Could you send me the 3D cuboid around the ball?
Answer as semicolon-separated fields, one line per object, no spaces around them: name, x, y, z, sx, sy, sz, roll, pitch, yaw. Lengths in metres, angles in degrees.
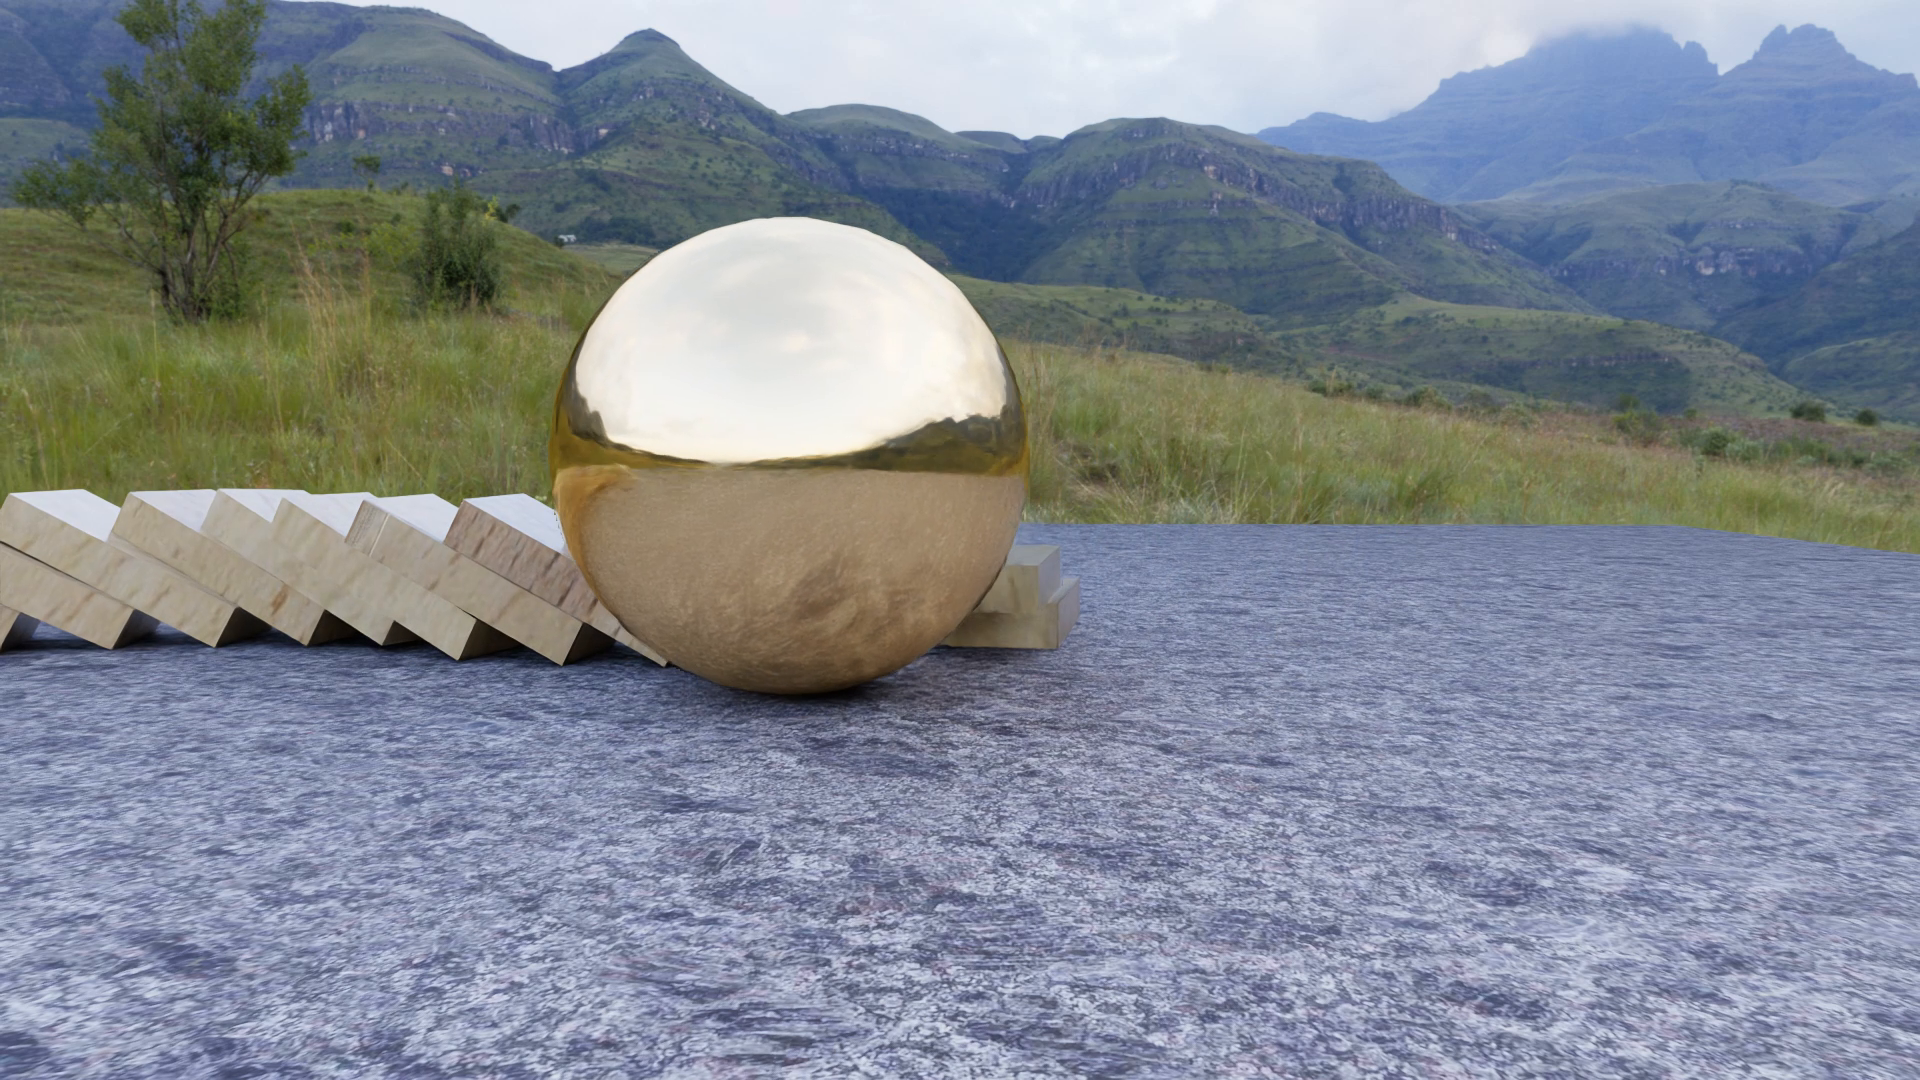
ball;-0.028;-0.014;0.218;0.080;0.080;0.080;0;4;0

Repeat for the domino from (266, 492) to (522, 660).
domino;-0.115;0.007;0.268;0.050;0.009;0.025;30;11;11

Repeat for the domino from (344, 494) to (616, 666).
domino;-0.094;0.007;0.260;0.050;0.009;0.025;28;8;5

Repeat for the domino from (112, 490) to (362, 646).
domino;-0.155;0.005;0.282;0.050;0.009;0.025;29;7;5

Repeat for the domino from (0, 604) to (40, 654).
domino;-0.217;0.007;0.261;0.050;0.010;0.025;28;-7;-22

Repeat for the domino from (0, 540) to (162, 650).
domino;-0.197;0.006;0.271;0.050;0.009;0.025;28;-3;-15

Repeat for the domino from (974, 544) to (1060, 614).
domino;0.007;0.008;0.276;0.025;0.009;0.050;1;4;9

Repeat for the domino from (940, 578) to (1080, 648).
domino;0.013;0.016;0.293;0.025;0.009;0.050;1;4;10

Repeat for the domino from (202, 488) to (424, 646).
domino;-0.135;0.005;0.279;0.050;0.010;0.025;30;8;11

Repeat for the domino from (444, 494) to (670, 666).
domino;-0.074;0.007;0.258;0.050;0.009;0.025;28;8;5

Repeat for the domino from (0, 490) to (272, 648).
domino;-0.176;0.006;0.278;0.050;0.009;0.025;28;2;-5
